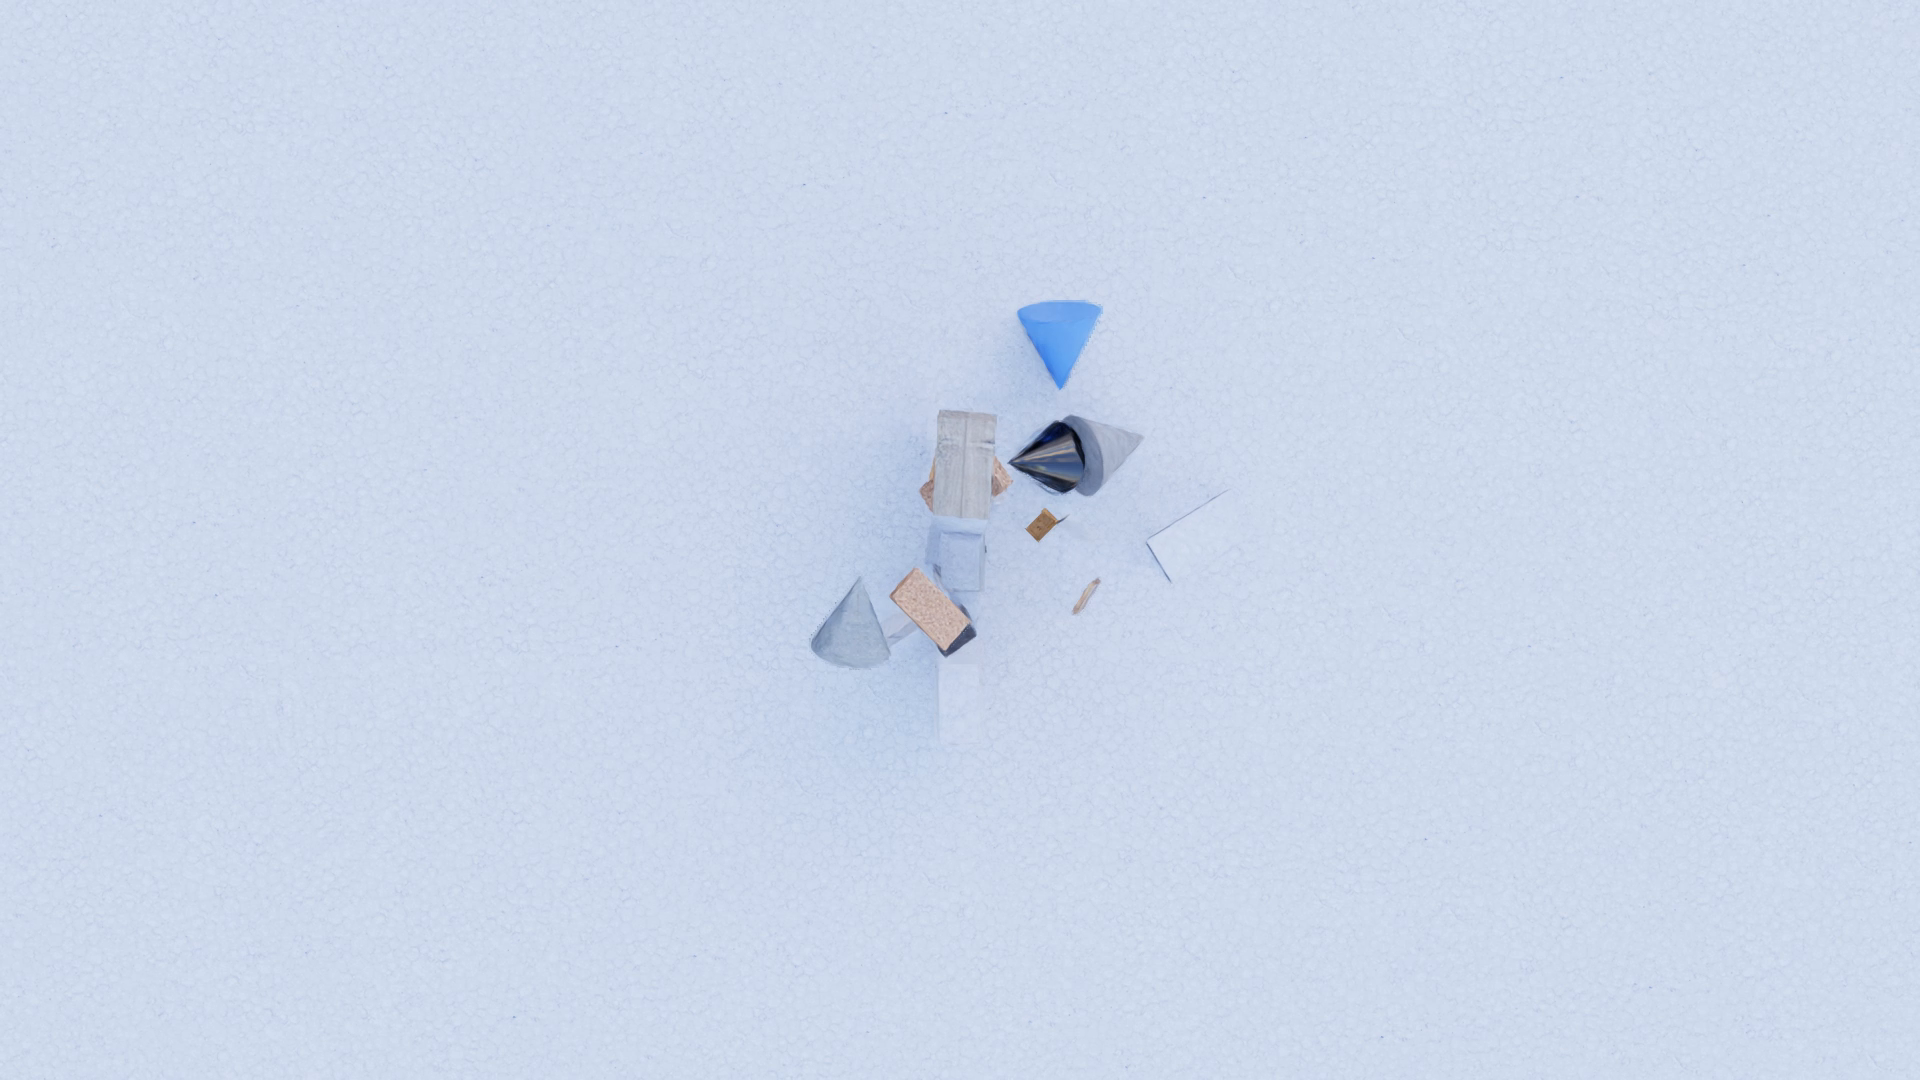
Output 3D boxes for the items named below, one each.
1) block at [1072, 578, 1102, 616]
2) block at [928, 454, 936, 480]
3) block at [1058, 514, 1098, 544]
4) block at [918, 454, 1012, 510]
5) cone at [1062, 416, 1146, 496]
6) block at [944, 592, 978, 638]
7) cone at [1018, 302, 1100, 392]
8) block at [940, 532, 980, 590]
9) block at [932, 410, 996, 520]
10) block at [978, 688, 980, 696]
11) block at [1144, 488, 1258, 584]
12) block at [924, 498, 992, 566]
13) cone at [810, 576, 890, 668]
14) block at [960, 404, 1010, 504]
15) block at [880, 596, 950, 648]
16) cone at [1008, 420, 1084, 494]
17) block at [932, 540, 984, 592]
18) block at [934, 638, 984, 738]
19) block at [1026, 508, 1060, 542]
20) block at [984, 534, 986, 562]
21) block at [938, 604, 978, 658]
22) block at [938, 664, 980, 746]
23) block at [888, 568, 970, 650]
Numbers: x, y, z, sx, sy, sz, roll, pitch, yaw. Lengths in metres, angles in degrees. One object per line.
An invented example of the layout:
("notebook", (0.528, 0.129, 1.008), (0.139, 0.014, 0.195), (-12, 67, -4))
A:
("block", (0.378, 0.169, 4.940), (0.016, 0.058, 0.116), (38, 120, 15))
("block", (-0.011, -0.207, 5.332), (0.168, 0.336, 0.048), (9, 105, 0))
("block", (0.369, -0.036, 5.163), (0.116, 0.058, 0.016), (32, 54, -15))
("block", (0.013, -0.161, 4.974), (0.047, 0.328, 0.164), (-30, 84, -41))
("cone", (0.505, -0.311, 5.439), (0.272, 0.272, 0.272), (-17, 90, -27))
("block", (-0.007, 0.195, 5.222), (0.129, 0.037, 0.258), (2, 90, 0))
("cone", (0.328, -0.618, 5.425), (0.272, 0.272, 0.272), (-3, 112, 0))
("block", (0.002, 0.066, 5.030), (0.117, 0.235, 0.033), (3, 52, 3))
("block", (0.013, -0.214, 4.730), (0.164, 0.047, 0.329), (5, 124, 3))
("block", (-0.001, 0.479, 5.033), (0.119, 0.239, 0.034), (0, 115, 0))
("block", (0.802, -0.014, 5.476), (0.336, 0.048, 0.168), (-32, 90, 0))
("block", (-0.008, -0.033, 4.979), (0.164, 0.344, 0.047), (11, 53, -1))
("cone", (-0.300, 0.208, 4.735), (0.234, 0.234, 0.234), (9, 112, 0))
("block", (0.072, -0.279, 5.314), (0.048, 0.336, 0.168), (-26, 127, 8))
("block", (-0.173, 0.256, 5.099), (0.308, 0.117, 0.033), (-33, 113, -35))
("cone", (0.233, -0.257, 5.325), (0.243, 0.243, 0.243), (7, 101, 42))
("block", (-0.005, -0.001, 5.150), (0.161, 0.046, 0.322), (0, 94, 0))
("block", (-0.003, 0.466, 5.169), (0.154, 0.044, 0.309), (0, 90, 0))
("block", (0.253, -0.046, 5.073), (0.058, 0.116, 0.016), (44, 50, 3))
("block", (0.002, 0.023, 5.337), (0.161, 0.322, 0.046), (2, 98, 0))
("block", (-0.017, 0.278, 5.053), (0.119, 0.296, 0.034), (-36, 101, 2))
("block", (-0.003, 0.489, 4.907), (0.119, 0.034, 0.239), (-2, 74, -1))
("block", (-0.089, 0.203, 4.860), (0.235, 0.033, 0.117), (46, 77, -20))
